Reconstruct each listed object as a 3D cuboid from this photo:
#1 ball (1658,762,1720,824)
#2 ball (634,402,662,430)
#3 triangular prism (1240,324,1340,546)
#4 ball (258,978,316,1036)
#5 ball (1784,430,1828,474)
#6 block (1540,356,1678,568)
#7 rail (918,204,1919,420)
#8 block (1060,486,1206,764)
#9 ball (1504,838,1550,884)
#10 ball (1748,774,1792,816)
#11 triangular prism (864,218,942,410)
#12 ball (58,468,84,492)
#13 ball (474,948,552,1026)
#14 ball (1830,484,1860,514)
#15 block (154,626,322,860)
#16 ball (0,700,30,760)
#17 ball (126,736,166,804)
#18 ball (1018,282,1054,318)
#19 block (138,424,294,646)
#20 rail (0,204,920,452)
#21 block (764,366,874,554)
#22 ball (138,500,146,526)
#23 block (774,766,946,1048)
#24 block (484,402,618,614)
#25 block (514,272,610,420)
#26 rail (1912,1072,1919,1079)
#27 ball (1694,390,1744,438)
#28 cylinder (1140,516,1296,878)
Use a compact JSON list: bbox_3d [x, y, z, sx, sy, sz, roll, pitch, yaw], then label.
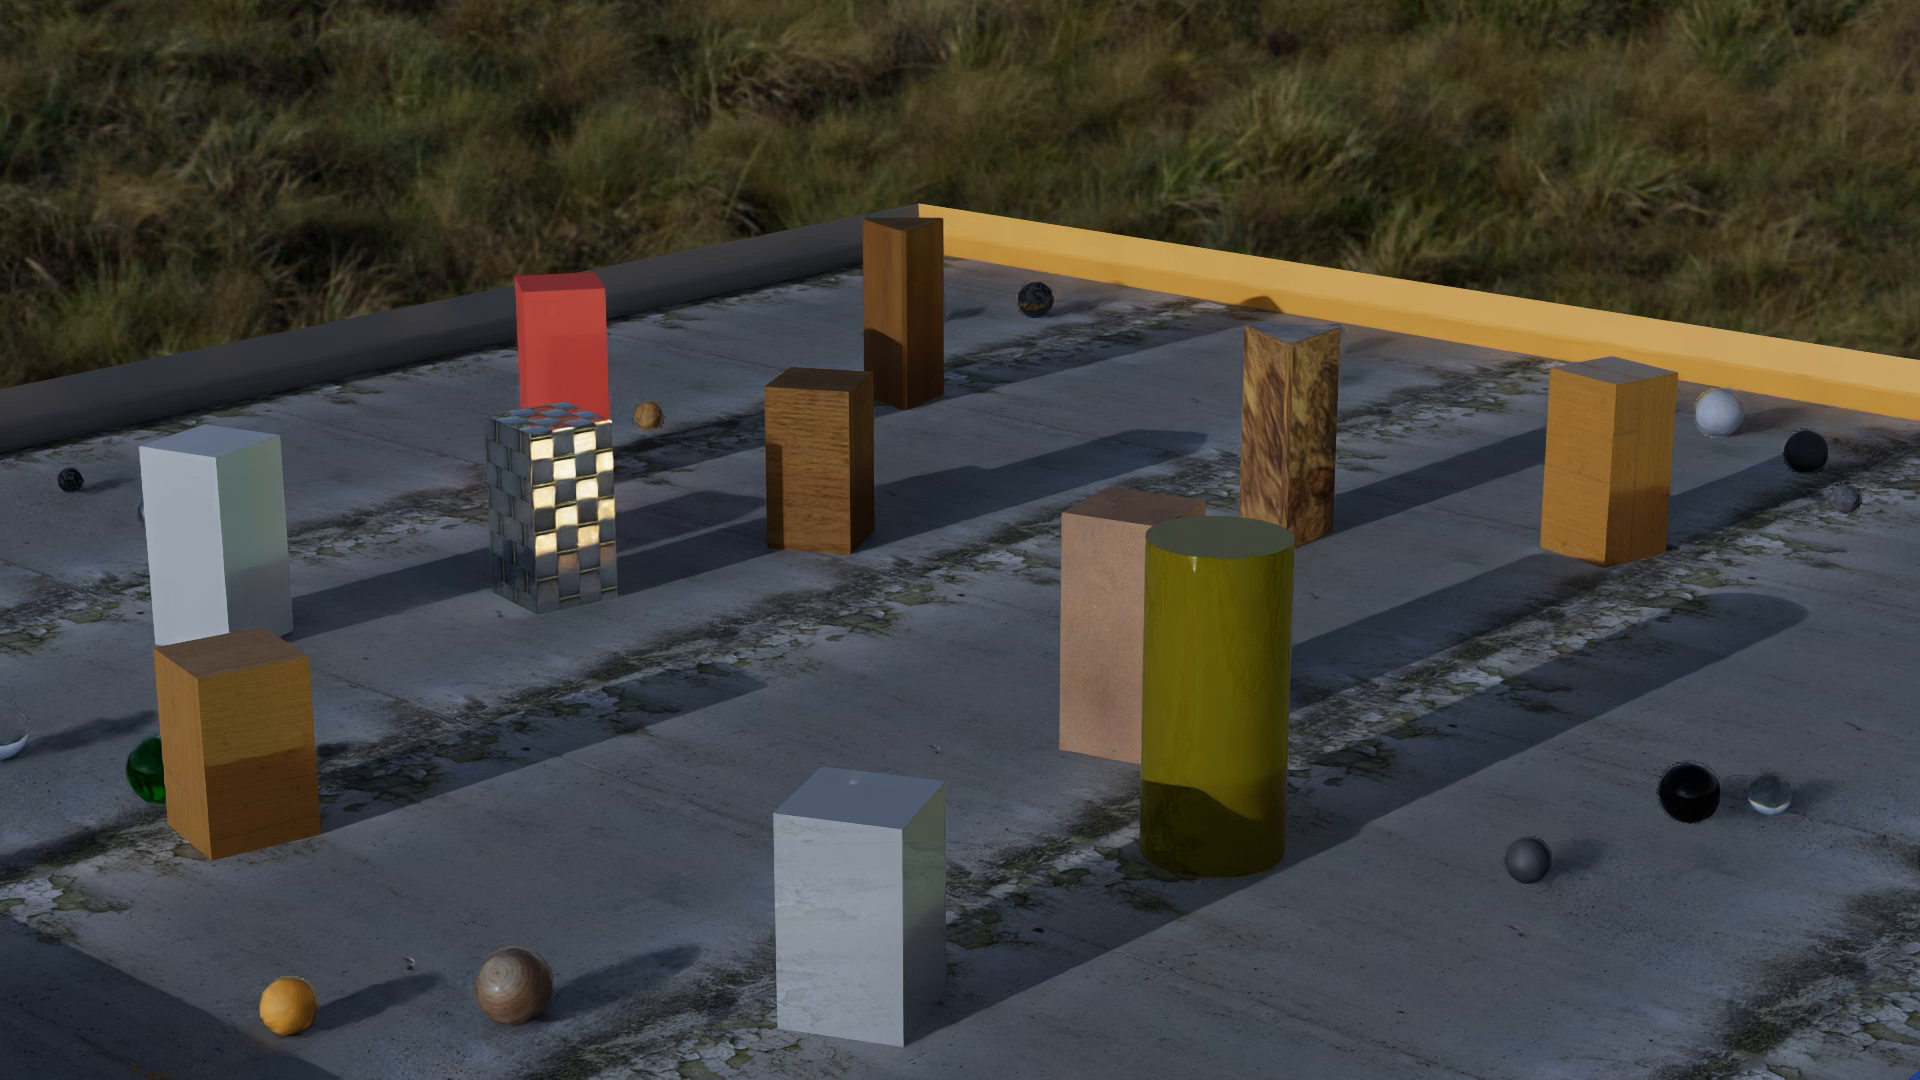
[{"bbox_3d":[1.027,0.356,4.127,0.085,0.085,0.085,0,17,0],"label":"ball"},{"bbox_3d":[-0.662,-0.265,6.230,0.061,0.061,0.061,0,17,0],"label":"ball"},{"bbox_3d":[0.588,-0.200,5.440,0.150,0.392,0.173,13,21,36],"label":"triangular prism"},{"bbox_3d":[-0.801,0.556,3.493,0.068,0.068,0.068,0,17,0],"label":"ball"},{"bbox_3d":[1.702,-0.177,5.897,0.086,0.086,0.086,0,17,0],"label":"ball"},{"bbox_3d":[1.182,-0.145,5.348,0.160,0.340,0.160,-11,20,-33],"label":"block"},{"bbox_3d":[1.477,-0.458,6.749,4.256,0.130,0.045,14,22,39],"label":"rail"},{"bbox_3d":[0.258,0.128,4.389,0.160,0.371,0.160,9,19,27],"label":"block"},{"bbox_3d":[0.760,0.429,3.926,0.061,0.061,0.061,0,17,0],"label":"ball"},{"bbox_3d":[1.147,0.361,4.153,0.060,0.060,0.060,0,17,0],"label":"ball"},{"bbox_3d":[-0.102,-0.505,6.447,0.150,0.396,0.173,-10,20,-30],"label":"triangular prism"},{"bbox_3d":[-1.749,-0.118,5.762,0.049,0.049,0.049,0,17,0],"label":"ball"},{"bbox_3d":[-0.536,0.536,3.515,0.093,0.093,0.093,0,17,0],"label":"ball"},{"bbox_3d":[1.697,-0.079,5.622,0.055,0.055,0.055,0,17,0],"label":"ball"},{"bbox_3d":[-1.003,0.280,4.072,0.160,0.262,0.160,-12,20,-34],"label":"block"},{"bbox_3d":[-1.431,0.284,4.360,0.089,0.089,0.089,0,17,0],"label":"ball"},{"bbox_3d":[-1.144,0.329,4.196,0.098,0.098,0.098,0,17,0],"label":"ball"},{"bbox_3d":[0.187,-0.597,7.284,0.089,0.089,0.089,0,17,0],"label":"ball"},{"bbox_3d":[-1.232,0.000,4.866,0.160,0.341,0.160,8,19,25],"label":"block"},{"bbox_3d":[-1.589,-0.365,6.441,0.045,0.130,4.553,14,22,39],"label":"rail"},{"bbox_3d":[-0.258,-0.148,5.417,0.160,0.306,0.160,4,17,14],"label":"block"},{"bbox_3d":[-1.516,-0.052,5.518,0.063,0.063,0.063,0,17,0],"label":"ball"},{"bbox_3d":[-0.118,0.438,3.522,0.160,0.277,0.160,5,18,17],"label":"block"},{"bbox_3d":[-0.710,-0.057,5.092,0.160,0.320,0.160,-12,21,-35],"label":"block"},{"bbox_3d":[-0.788,-0.317,5.822,0.160,0.397,0.160,-4,17,-13],"label":"block"},{"bbox_3d":[1.589,0.430,3.799,0.045,0.130,4.553,14,22,39],"label":"rail"},{"bbox_3d":[1.597,-0.267,6.169,0.100,0.100,0.100,0,17,0],"label":"ball"},{"bbox_3d":[0.347,0.211,3.978,0.200,0.449,0.200,0,17,0],"label":"cylinder"}]
